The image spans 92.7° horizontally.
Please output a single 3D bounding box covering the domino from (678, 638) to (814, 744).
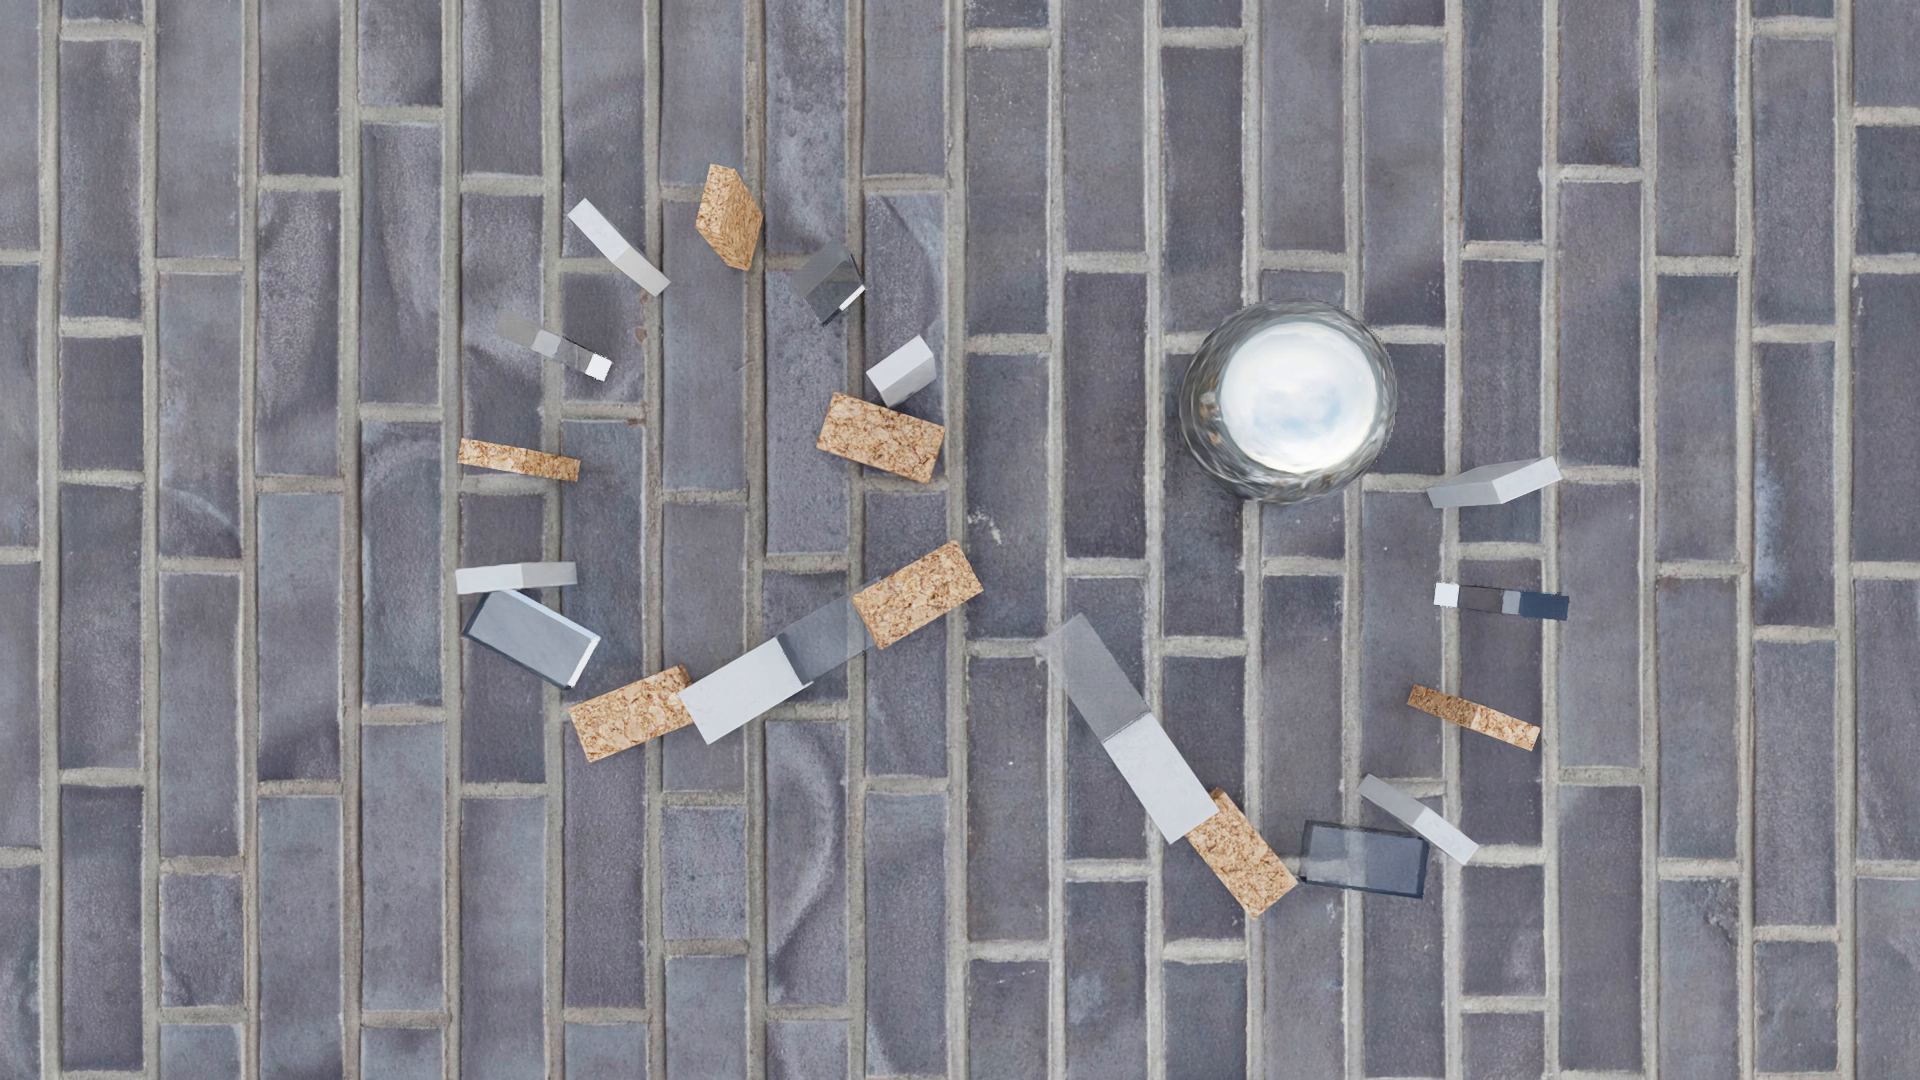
[{"bbox_3d":[-0.091,0.063,0.390,0.050,0.010,0.025,-30,90,-11],"label":"domino"}]

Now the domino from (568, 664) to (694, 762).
[{"bbox_3d":[-0.139,0.074,0.395,0.050,0.009,0.025,-21,90,0],"label":"domino"}]

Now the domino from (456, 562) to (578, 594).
[{"bbox_3d":[-0.180,0.015,0.375,0.025,0.050,0.010,-6,89,0],"label":"domino"}]

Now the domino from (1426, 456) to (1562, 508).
[{"bbox_3d":[0.217,-0.023,0.375,0.025,0.050,0.009,-22,90,0],"label":"domino"}]

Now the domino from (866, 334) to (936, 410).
[{"bbox_3d":[-0.023,-0.067,0.375,0.025,0.050,0.009,-35,90,0],"label":"domino"}]

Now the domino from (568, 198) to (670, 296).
[{"bbox_3d":[-0.138,-0.118,0.375,0.009,0.050,0.025,-43,90,0],"label":"domino"}]

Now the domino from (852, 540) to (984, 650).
[{"bbox_3d":[-0.018,0.023,0.389,0.050,0.009,0.025,-29,90,-15],"label":"domino"}]

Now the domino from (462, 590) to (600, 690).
[{"bbox_3d":[-0.185,0.041,0.395,0.050,0.010,0.025,29,90,0],"label":"domino"}]

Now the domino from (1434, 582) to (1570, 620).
[{"bbox_3d":[0.220,0.025,0.375,0.025,0.050,0.009,7,90,0],"label":"domino"}]

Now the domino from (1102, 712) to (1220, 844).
[{"bbox_3d":[0.084,0.100,0.390,0.025,0.010,0.050,-34,78,0],"label":"domino"}]

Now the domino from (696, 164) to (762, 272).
[{"bbox_3d":[-0.094,-0.131,0.375,0.009,0.050,0.025,14,90,0],"label":"domino"}]

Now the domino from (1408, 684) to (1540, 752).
[{"bbox_3d":[0.208,0.072,0.375,0.025,0.050,0.009,21,90,0],"label":"domino"}]

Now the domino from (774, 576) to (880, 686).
[{"bbox_3d":[-0.051,0.038,0.390,0.050,0.010,0.025,-29,90,-12],"label":"domino"}]

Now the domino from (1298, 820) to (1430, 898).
[{"bbox_3d":[0.174,0.137,0.395,0.050,0.009,0.025,7,90,0],"label":"domino"}]

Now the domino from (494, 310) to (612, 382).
[{"bbox_3d":[-0.165,-0.079,0.375,0.025,0.050,0.009,23,90,0],"label":"domino"}]

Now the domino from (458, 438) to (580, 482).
[{"bbox_3d":[-0.179,-0.032,0.375,0.025,0.050,0.010,10,90,0],"label":"domino"}]

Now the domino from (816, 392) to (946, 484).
[{"bbox_3d":[-0.034,-0.044,0.395,0.050,0.009,0.025,18,90,0],"label":"domino"}]

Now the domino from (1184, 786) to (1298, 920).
[{"bbox_3d":[0.119,0.135,0.395,0.025,0.010,0.050,-39,90,0],"label":"domino"}]

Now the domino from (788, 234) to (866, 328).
[{"bbox_3d":[-0.054,-0.105,0.375,0.025,0.050,0.010,-43,90,0],"label":"domino"}]

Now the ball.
[{"bbox_3d":[0.127,-0.053,0.360,0.080,0.080,0.080,0,90,0],"label":"ball"}]

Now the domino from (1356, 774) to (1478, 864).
[{"bbox_3d":[0.186,0.113,0.375,0.025,0.050,0.009,37,90,0],"label":"domino"}]

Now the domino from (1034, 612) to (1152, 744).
[{"bbox_3d":[0.056,0.059,0.391,0.025,0.009,0.050,-34,79,0],"label":"domino"}]
